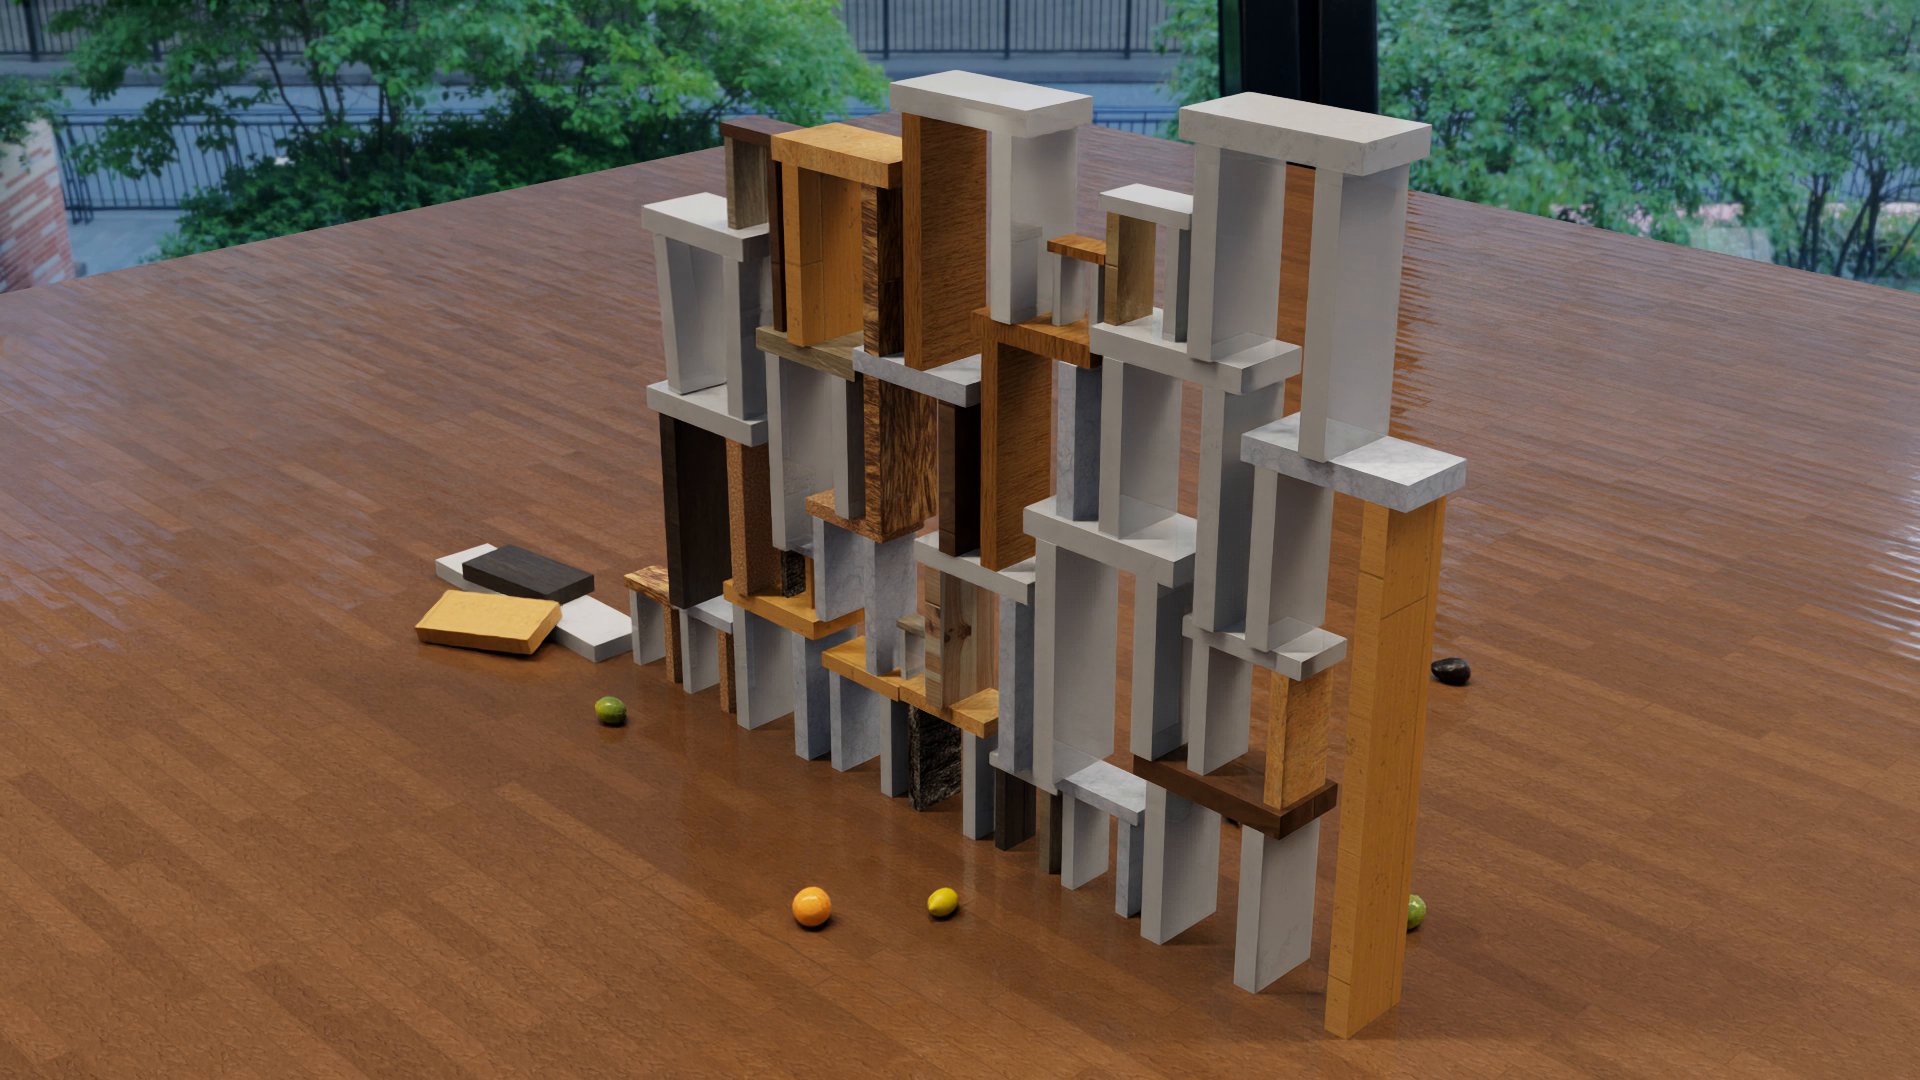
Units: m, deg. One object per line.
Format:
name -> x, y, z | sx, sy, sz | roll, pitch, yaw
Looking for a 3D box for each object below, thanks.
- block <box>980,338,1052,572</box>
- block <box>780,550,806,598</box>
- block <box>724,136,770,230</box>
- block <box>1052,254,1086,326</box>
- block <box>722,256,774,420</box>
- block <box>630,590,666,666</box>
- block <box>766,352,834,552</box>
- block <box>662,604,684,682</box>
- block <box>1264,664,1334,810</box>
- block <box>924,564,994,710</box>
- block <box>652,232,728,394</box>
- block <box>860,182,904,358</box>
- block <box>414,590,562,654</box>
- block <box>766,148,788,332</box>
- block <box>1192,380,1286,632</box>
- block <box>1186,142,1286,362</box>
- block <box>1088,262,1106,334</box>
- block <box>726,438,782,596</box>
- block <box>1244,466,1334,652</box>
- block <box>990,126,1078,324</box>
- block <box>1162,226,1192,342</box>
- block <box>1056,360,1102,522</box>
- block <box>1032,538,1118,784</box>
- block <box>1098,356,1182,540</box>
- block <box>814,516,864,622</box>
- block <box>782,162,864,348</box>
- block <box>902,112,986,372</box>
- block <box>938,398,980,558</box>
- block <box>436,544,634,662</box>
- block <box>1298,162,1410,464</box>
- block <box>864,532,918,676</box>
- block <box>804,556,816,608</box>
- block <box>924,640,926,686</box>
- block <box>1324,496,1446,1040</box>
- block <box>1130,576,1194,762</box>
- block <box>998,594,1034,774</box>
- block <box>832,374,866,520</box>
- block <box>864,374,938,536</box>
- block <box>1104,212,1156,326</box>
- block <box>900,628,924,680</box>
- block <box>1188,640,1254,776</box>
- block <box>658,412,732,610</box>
block -> 0.103, -0.171, 4.035 | 0.144, 0.445, 0.041 | -21, 31, -41
block -> -0.348, 0.059, 4.624 | 0.058, 0.115, 0.016 | -21, 31, -41
block -> -0.421, -0.717, 4.375 | 0.092, 0.184, 0.026 | -20, 30, -39
block -> 0.190, -0.443, 3.836 | 0.018, 0.130, 0.065 | 21, 31, 40
block -> -0.397, -0.427, 4.481 | 0.048, 0.337, 0.168 | 22, 31, 40
block -> -0.713, 0.188, 5.079 | 0.027, 0.187, 0.094 | 21, 31, 41
block -> -0.321, -0.196, 4.496 | 0.147, 0.422, 0.042 | -21, 31, -40
block -> -0.625, 0.222, 4.998 | 0.027, 0.187, 0.094 | 21, 31, 41
block -> 0.575, 0.320, 3.732 | 0.036, 0.252, 0.126 | 21, 31, 41
block -> 0.000, 0.168, 4.295 | 0.042, 0.298, 0.149 | 21, 31, 41
block -> -0.546, -0.491, 4.630 | 0.168, 0.337, 0.048 | -19, 25, -37
block -> -0.104, -0.519, 4.117 | 0.163, 0.326, 0.046 | -18, 29, -36
block -> -1.111, 0.192, 5.188 | 0.306, 0.043, 0.153 | 5, 36, 20
block -> -0.330, -0.596, 4.325 | 0.026, 0.365, 0.092 | 20, 30, 41
block -> 0.467, -0.070, 3.686 | 0.046, 0.429, 0.161 | 21, 31, 40
block -> 0.445, -0.476, 3.533 | 0.049, 0.348, 0.174 | 21, 31, 40
block -> 0.251, -0.420, 3.780 | 0.018, 0.130, 0.065 | 21, 31, 40
block -> -0.404, -0.070, 4.635 | 0.049, 0.344, 0.172 | 21, 31, 41
block -> 0.547, 0.011, 3.637 | 0.160, 0.319, 0.045 | -21, 31, -41
block -> 0.130, -0.559, 3.847 | 0.166, 0.333, 0.047 | -21, 31, -41
block -> 0.378, -0.431, 3.625 | 0.027, 0.193, 0.096 | 21, 31, 40
block -> 0.235, -0.190, 3.876 | 0.041, 0.287, 0.144 | 21, 31, 41
block -> 0.214, 0.202, 4.065 | 0.049, 0.484, 0.173 | 21, 31, 40
block -> 0.313, -0.177, 3.802 | 0.046, 0.321, 0.161 | 21, 31, 40
block -> -0.246, 0.045, 4.515 | 0.032, 0.228, 0.114 | 22, 31, 40
block -> -0.263, -0.567, 4.270 | 0.163, 0.356, 0.046 | -21, 31, -40
block -> -0.027, -0.556, 4.019 | 0.166, 0.472, 0.047 | -21, 31, -40
block -> 0.029, -0.134, 4.128 | 0.152, 0.304, 0.043 | -21, 31, -41
block -> -1.027, 0.147, 5.360 | 0.153, 0.043, 0.690 | -20, 30, -39
block -> 0.609, -0.361, 3.403 | 0.174, 0.458, 0.049 | -21, 31, -41
block -> -0.139, 0.119, 4.430 | 0.114, 0.299, 0.032 | -21, 31, -40
block -> -0.294, 0.080, 4.574 | 0.016, 0.115, 0.058 | 21, 31, 41
block -> -0.049, 0.237, 4.381 | 0.015, 0.103, 0.051 | 21, 31, 41
block -> 0.698, 0.373, 3.627 | 0.160, 0.979, 0.045 | -21, 31, -41
block -> 0.381, 0.201, 3.890 | 0.049, 0.346, 0.173 | 21, 31, 41
block -> 0.141, 0.253, 4.178 | 0.149, 0.363, 0.042 | -21, 31, -41
block -> -0.182, -0.201, 4.343 | 0.147, 0.293, 0.042 | -21, 31, -41
block -> -0.114, -0.183, 4.264 | 0.152, 0.322, 0.043 | -21, 31, -40
block -> 0.287, -0.466, 3.708 | 0.027, 0.193, 0.096 | 21, 31, 40
block -> -0.096, 0.223, 4.426 | 0.051, 0.111, 0.015 | -21, 30, -40
block -> 0.456, 0.274, 3.841 | 0.036, 0.252, 0.126 | 21, 31, 41
block -> -0.563, -0.084, 4.804 | 0.049, 0.449, 0.172 | 21, 30, 40
